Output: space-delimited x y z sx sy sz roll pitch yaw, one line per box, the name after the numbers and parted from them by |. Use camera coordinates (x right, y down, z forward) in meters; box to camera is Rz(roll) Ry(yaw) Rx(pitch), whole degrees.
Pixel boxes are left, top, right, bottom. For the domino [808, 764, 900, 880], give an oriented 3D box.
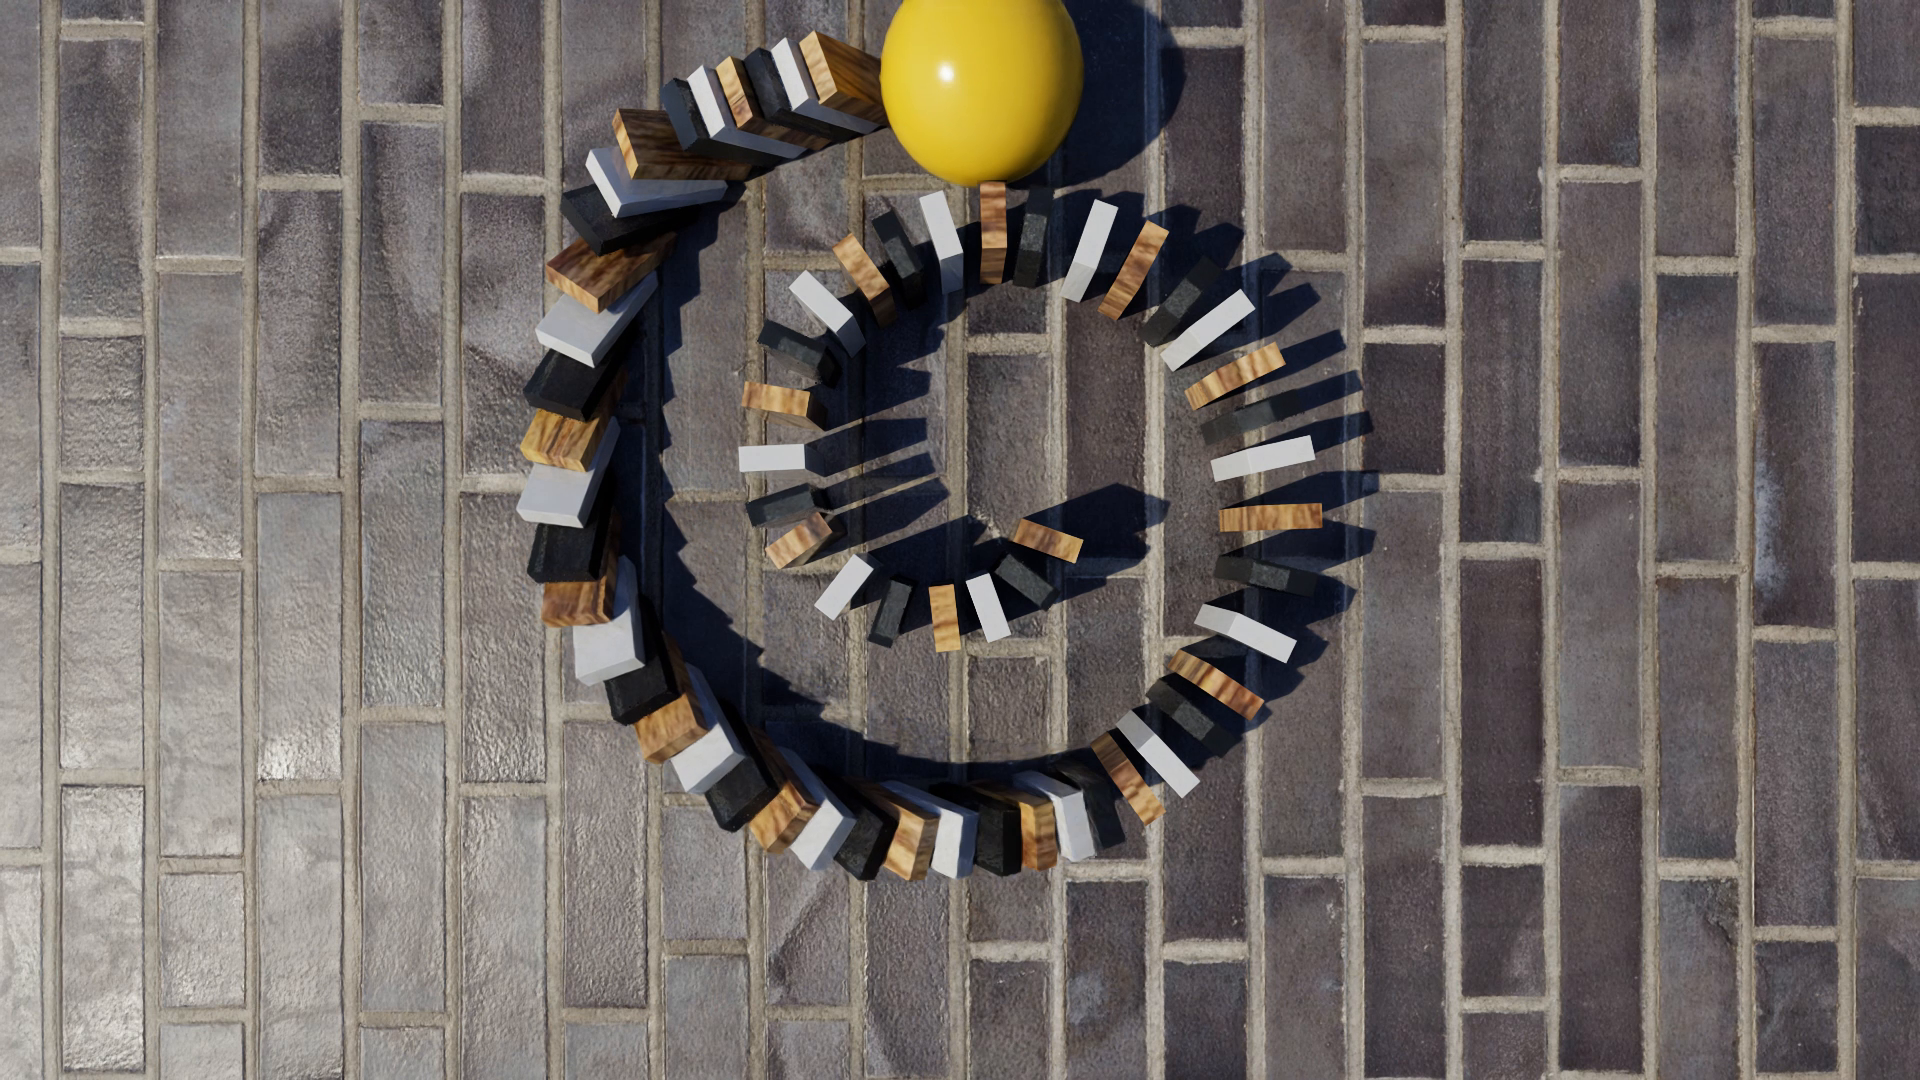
-0.050 0.116 0.380 0.050 0.010 0.025 24 90 40 | domino

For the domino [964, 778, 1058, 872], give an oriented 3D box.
0.020 0.116 0.376 0.010 0.050 0.025 -4 90 -32 | domino

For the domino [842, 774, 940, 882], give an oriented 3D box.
-0.032 0.118 0.380 0.050 0.009 0.025 14 90 41 | domino

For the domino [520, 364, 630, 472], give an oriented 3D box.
-0.161 -0.054 0.384 0.025 0.010 0.050 13 63 0 | domino

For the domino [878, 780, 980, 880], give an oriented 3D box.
-0.015 0.119 0.380 0.050 0.010 0.025 7 90 43 | domino

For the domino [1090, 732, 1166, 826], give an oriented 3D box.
0.068 0.096 0.375 0.010 0.050 0.025 -36 90 0 | domino

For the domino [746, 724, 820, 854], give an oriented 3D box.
-0.081 0.103 0.381 0.025 0.009 0.050 -50 51 0 | domino

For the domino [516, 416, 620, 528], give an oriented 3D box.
-0.163 -0.030 0.384 0.025 0.009 0.050 7 62 1 | domino

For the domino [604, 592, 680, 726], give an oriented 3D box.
-0.136 0.049 0.383 0.025 0.010 0.050 -29 58 0 | domino

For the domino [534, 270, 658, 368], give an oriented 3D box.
-0.152 -0.098 0.385 0.025 0.009 0.050 25 63 0 | domino

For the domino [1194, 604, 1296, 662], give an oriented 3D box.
0.115 0.037 0.375 0.025 0.050 0.009 26 90 0 | domino

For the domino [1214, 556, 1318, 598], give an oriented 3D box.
0.124 0.015 0.375 0.025 0.050 0.010 13 90 0 | domino

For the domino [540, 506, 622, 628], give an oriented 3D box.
-0.158 0.011 0.384 0.025 0.009 0.050 -6 61 0 | domino

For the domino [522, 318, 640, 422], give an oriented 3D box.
-0.158 -0.075 0.384 0.025 0.009 0.050 18 63 1 | domino

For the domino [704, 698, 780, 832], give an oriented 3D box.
-0.097 0.093 0.381 0.025 0.010 0.050 -42 53 0 | domino

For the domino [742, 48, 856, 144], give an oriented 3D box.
-0.064 -0.182 0.376 0.009 0.050 0.025 -21 90 33 | domino

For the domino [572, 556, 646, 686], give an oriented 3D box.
-0.147 0.033 0.383 0.025 0.010 0.050 -20 58 1 | domino

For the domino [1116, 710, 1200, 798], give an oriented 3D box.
0.080 0.086 0.375 0.010 0.050 0.025 -43 90 0 | domino

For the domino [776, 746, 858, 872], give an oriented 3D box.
-0.066 0.111 0.381 0.050 0.009 0.025 33 90 39 | domino

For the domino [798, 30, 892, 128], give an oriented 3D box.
-0.043 -0.188 0.376 0.009 0.050 0.025 -21 90 33 | domino

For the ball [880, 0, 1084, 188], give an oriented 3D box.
0.009 -0.181 0.360 0.080 0.080 0.080 0 90 0 | ball

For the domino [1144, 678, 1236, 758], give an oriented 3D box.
0.093 0.072 0.375 0.025 0.050 0.010 40 90 0 | domino

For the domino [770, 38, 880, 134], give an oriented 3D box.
-0.054 -0.185 0.376 0.009 0.050 0.025 -21 90 33 | domino

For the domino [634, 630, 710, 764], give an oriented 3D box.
-0.125 0.065 0.382 0.025 0.009 0.050 -32 57 0 | domino

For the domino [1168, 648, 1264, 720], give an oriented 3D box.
0.103 0.058 0.375 0.025 0.050 0.009 34 90 0 | domino

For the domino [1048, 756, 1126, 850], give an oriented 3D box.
0.051 0.106 0.375 0.009 0.050 0.025 -18 90 -11 | domino

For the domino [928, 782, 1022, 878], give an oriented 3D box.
0.005 0.118 0.377 0.009 0.050 0.025 0 90 -36 | domino

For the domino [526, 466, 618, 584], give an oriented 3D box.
-0.161 -0.007 0.383 0.025 0.010 0.050 -2 61 2 | domino

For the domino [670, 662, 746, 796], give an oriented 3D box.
-0.111 0.078 0.382 0.025 0.009 0.050 -40 57 0 | domino

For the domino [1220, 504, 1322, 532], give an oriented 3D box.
0.126 -0.009 0.375 0.025 0.050 0.009 -2 90 0 | domino

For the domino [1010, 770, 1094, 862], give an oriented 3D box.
0.037 0.111 0.375 0.009 0.050 0.025 -11 90 -19 | domino
